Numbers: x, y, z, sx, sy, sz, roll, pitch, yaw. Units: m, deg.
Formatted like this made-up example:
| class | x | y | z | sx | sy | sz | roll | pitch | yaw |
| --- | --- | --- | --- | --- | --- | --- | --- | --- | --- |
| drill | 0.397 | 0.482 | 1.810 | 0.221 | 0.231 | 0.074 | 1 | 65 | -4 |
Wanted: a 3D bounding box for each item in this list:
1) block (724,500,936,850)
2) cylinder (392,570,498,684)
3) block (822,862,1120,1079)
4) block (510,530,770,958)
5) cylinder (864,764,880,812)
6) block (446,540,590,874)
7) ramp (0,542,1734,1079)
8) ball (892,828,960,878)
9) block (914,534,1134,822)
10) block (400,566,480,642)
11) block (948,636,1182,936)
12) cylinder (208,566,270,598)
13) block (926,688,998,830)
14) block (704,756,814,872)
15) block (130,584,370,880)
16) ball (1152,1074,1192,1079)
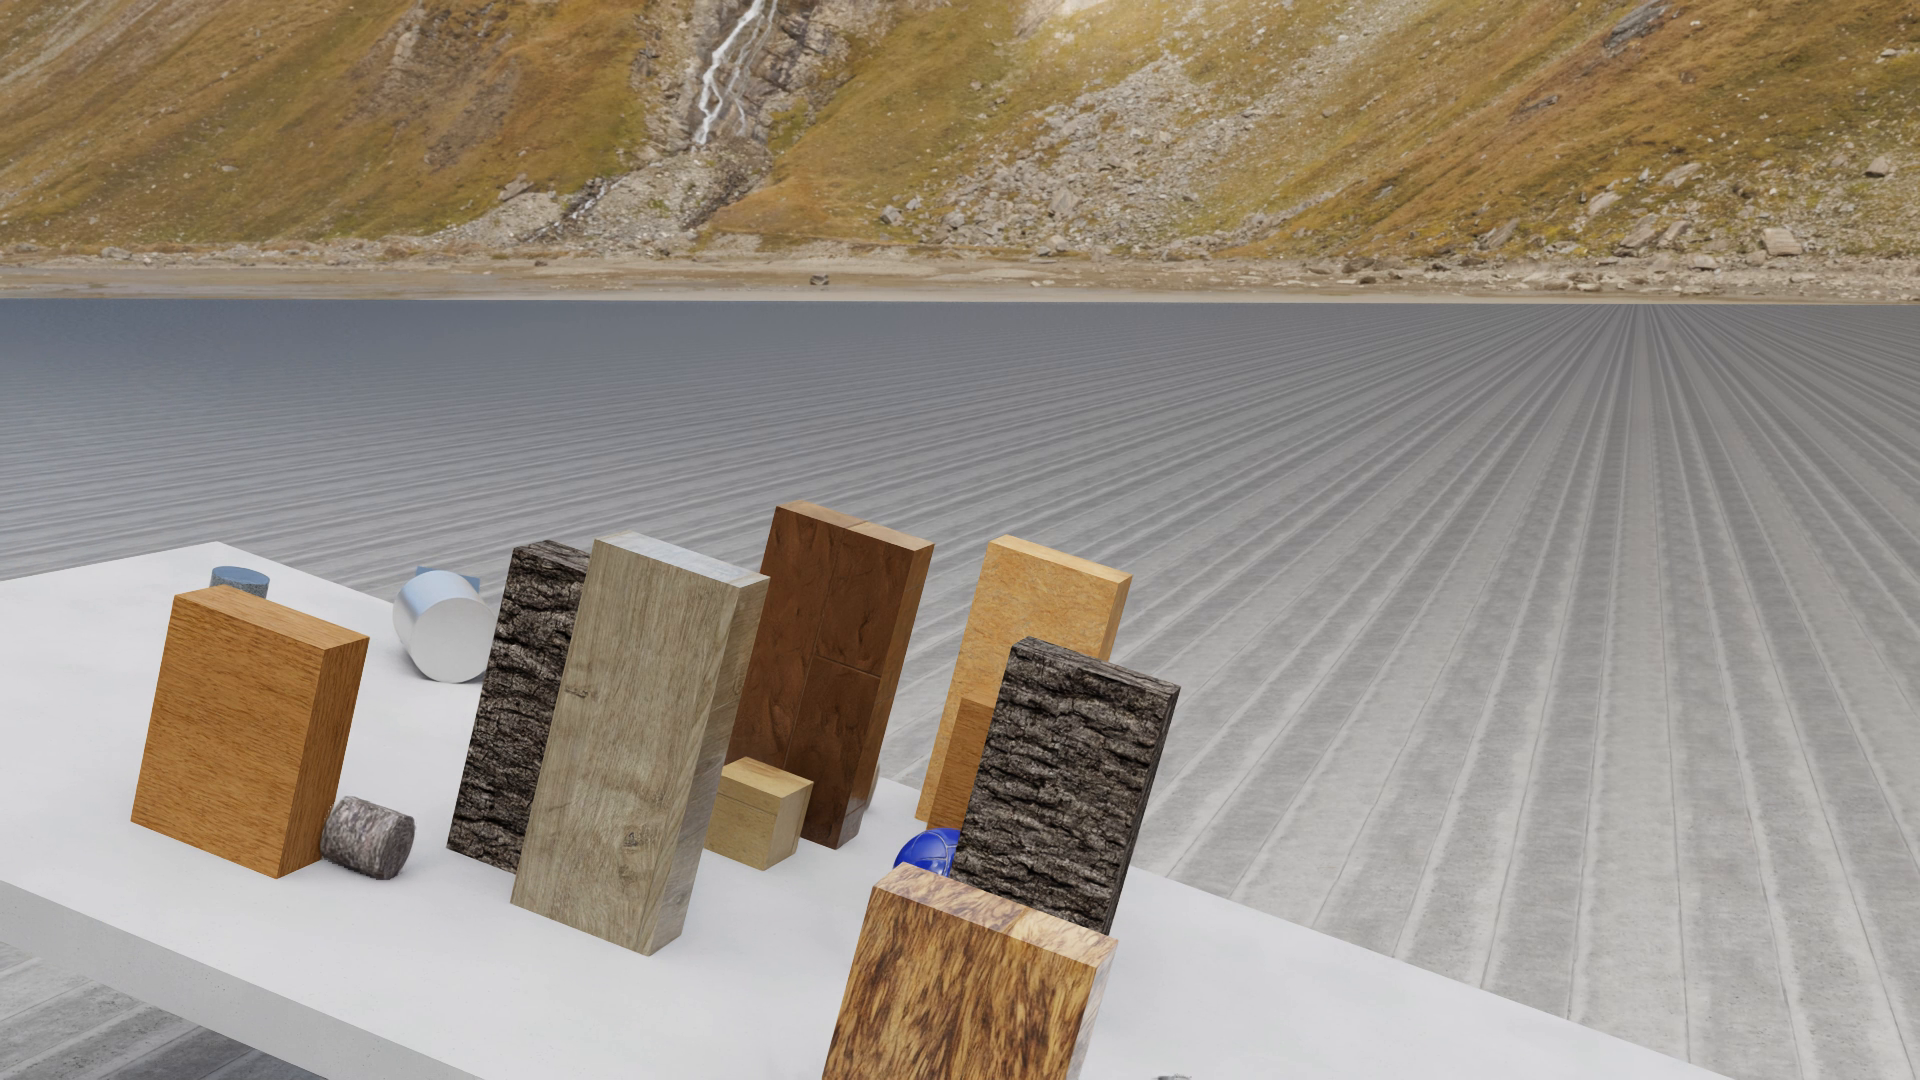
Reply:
| class | x | y | z | sx | sy | sz | roll | pitch | yaw |
| --- | --- | --- | --- | --- | --- | --- | --- | --- | --- |
| block | -0.303 | 0.284 | 4.689 | 0.316 | 0.668 | 0.140 | 18 | 11 | 14 |
| cylinder | -1.198 | 0.200 | 5.124 | 0.207 | 0.207 | 0.207 | -3 | 18 | -25 |
| block | 0.002 | 0.764 | 3.354 | 0.358 | 0.426 | 0.143 | 18 | 11 | 14 |
| block | -0.571 | 0.359 | 3.912 | 0.282 | 0.690 | 0.138 | 18 | 11 | 14 |
| cylinder | -0.251 | 0.540 | 4.938 | 0.114 | 0.114 | 0.114 | 16 | 9 | 6 |
| block | -0.686 | 0.346 | 4.074 | 0.393 | 0.593 | 0.135 | 18 | 11 | 14 |
| ramp | -0.383 | 0.758 | 4.244 | 4.000 | 0.100 | 2.000 | 18 | 11 | 14 |
| ball | -0.032 | 0.672 | 4.336 | 0.208 | 0.208 | 0.208 | 0 | 7 | 0 |
| block | 0.142 | 0.354 | 4.950 | 0.305 | 0.661 | 0.143 | 18 | 11 | 14 |
| block | -1.259 | 0.170 | 5.333 | 0.153 | 0.153 | 0.153 | 12 | 11 | -13 |
| block | 0.169 | 0.539 | 4.103 | 0.304 | 0.649 | 0.116 | 18 | 11 | 14 |
| cylinder | -1.654 | 0.141 | 5.023 | 0.128 | 0.128 | 0.128 | 14 | 11 | -3 |
| block | 0.145 | 0.576 | 4.432 | 0.395 | 0.441 | 0.102 | 18 | 11 | 14 |
| block | -0.421 | 0.559 | 4.503 | 0.159 | 0.159 | 0.159 | 18 | 12 | 17 |
| block | -1.245 | 0.332 | 3.854 | 0.305 | 0.422 | 0.140 | 18 | 11 | 14 |
| ball | 0.347 | 0.952 | 3.588 | 0.155 | 0.155 | 0.155 | 0 | 7 | 0 |
